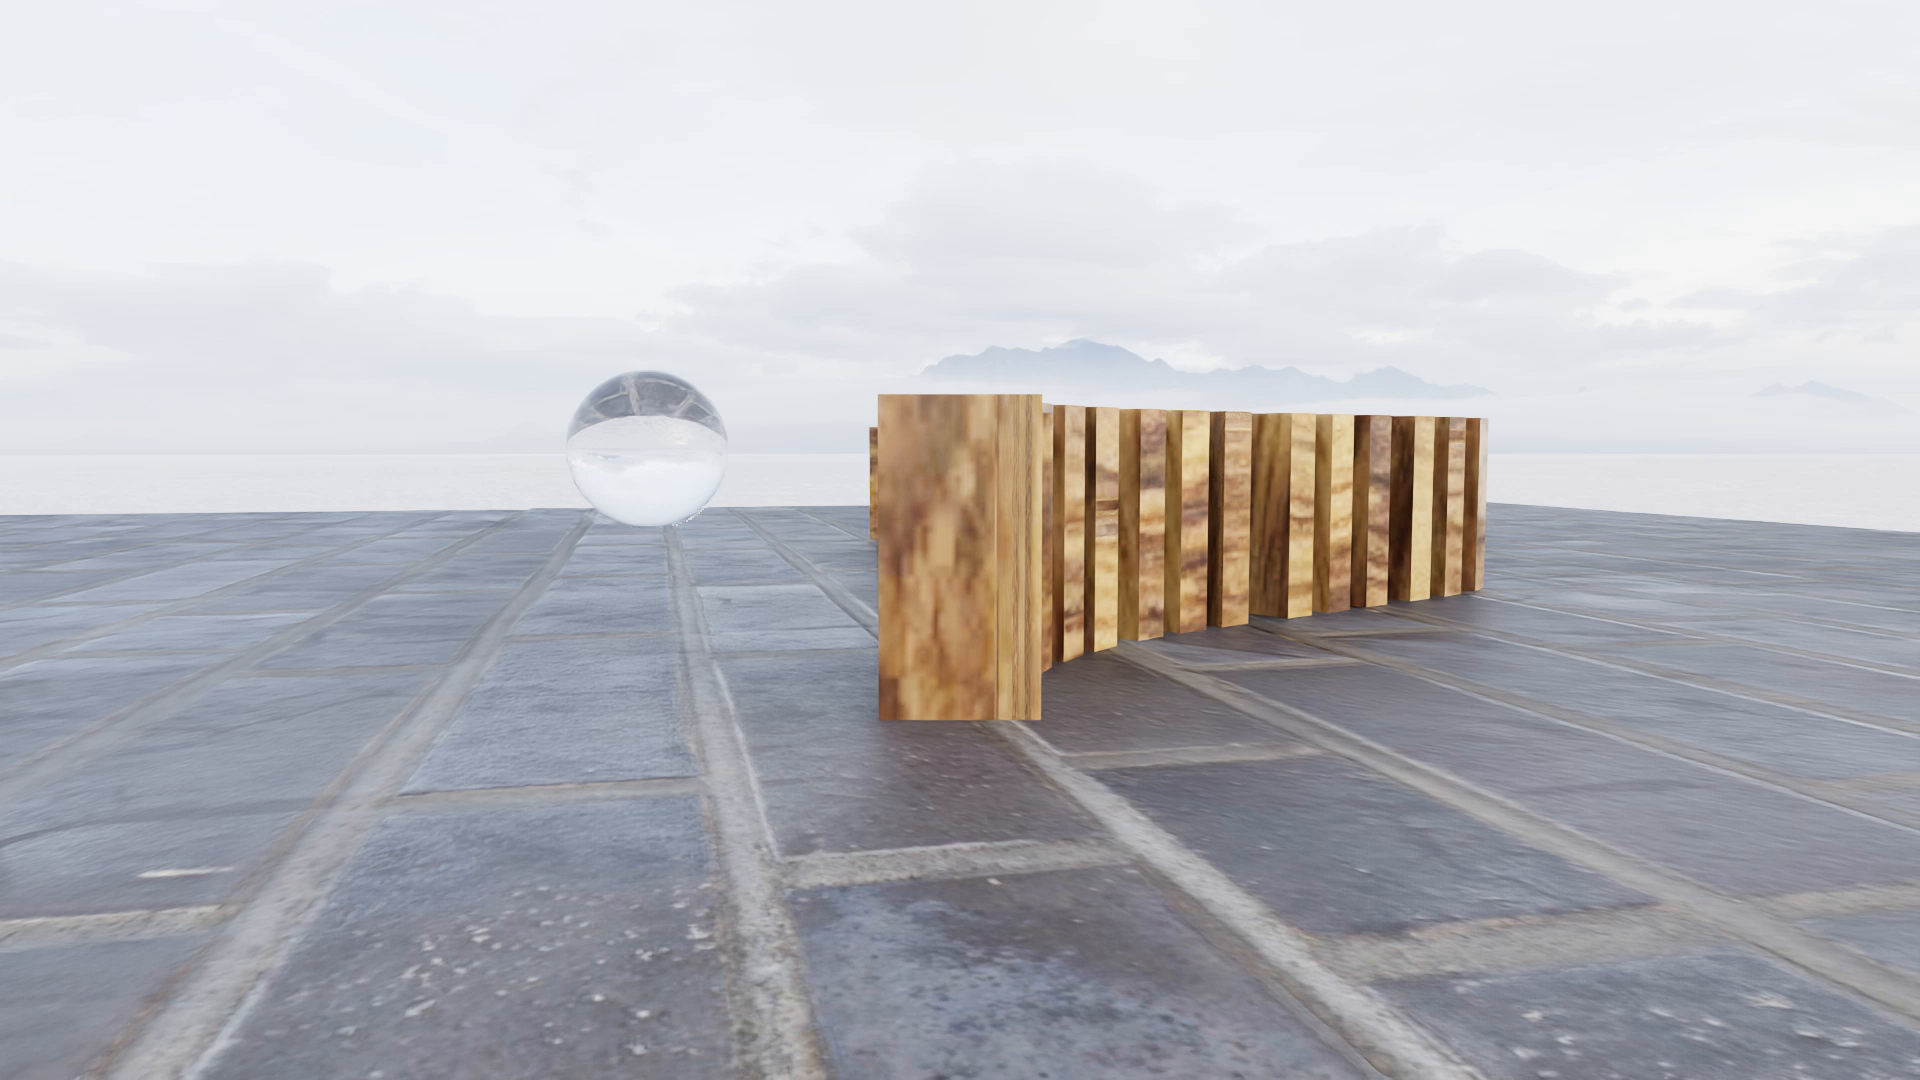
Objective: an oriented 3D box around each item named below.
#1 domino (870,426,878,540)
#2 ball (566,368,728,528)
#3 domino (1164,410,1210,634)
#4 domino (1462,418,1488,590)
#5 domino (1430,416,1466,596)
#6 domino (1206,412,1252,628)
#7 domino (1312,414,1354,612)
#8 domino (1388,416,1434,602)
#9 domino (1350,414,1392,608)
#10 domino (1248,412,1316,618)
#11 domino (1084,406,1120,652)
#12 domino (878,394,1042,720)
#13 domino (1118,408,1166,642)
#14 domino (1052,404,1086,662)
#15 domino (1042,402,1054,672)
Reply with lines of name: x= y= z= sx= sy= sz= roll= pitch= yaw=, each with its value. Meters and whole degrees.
domino: x=-0.030 y=-0.026 z=0.580 sx=0.010 sy=0.050 sz=0.025 roll=2 pitch=5 yaw=28
ball: x=-0.157 y=-0.046 z=0.647 sx=0.080 sy=0.080 sz=0.080 roll=0 pitch=4 yaw=0
domino: x=0.045 y=-0.005 z=0.299 sx=0.010 sy=0.050 sz=0.025 roll=-4 pitch=6 yaw=-41
domino: x=0.142 y=-0.011 z=0.381 sx=0.025 sy=0.050 sz=0.009 roll=3 pitch=5 yaw=36
domino: x=0.130 y=-0.010 z=0.369 sx=0.009 sy=0.050 sz=0.025 roll=-4 pitch=6 yaw=-42
domino: x=0.057 y=-0.006 z=0.309 sx=0.010 sy=0.050 sz=0.025 roll=-3 pitch=6 yaw=-39
domino: x=0.088 y=-0.008 z=0.334 sx=0.010 sy=0.050 sz=0.025 roll=-4 pitch=6 yaw=-40
domino: x=0.118 y=-0.009 z=0.358 sx=0.010 sy=0.050 sz=0.025 roll=-3 pitch=5 yaw=-39
domino: x=0.102 y=-0.008 z=0.345 sx=0.009 sy=0.050 sz=0.025 roll=-3 pitch=5 yaw=-39
domino: x=0.076 y=-0.007 z=0.324 sx=0.009 sy=0.050 sz=0.025 roll=-3 pitch=5 yaw=-38
domino: x=0.020 y=-0.003 z=0.272 sx=0.025 sy=0.050 sz=0.010 roll=3 pitch=5 yaw=36
domino: x=0.000 y=0.002 z=0.201 sx=0.025 sy=0.050 sz=0.009 roll=0 pitch=4 yaw=0
domino: x=0.033 y=-0.004 z=0.287 sx=0.025 sy=0.050 sz=0.010 roll=4 pitch=6 yaw=42
domino: x=0.012 y=-0.002 z=0.259 sx=0.025 sy=0.050 sz=0.010 roll=2 pitch=5 yaw=29
domino: x=0.004 y=-0.001 z=0.243 sx=0.025 sy=0.050 sz=0.010 roll=2 pitch=5 yaw=21
